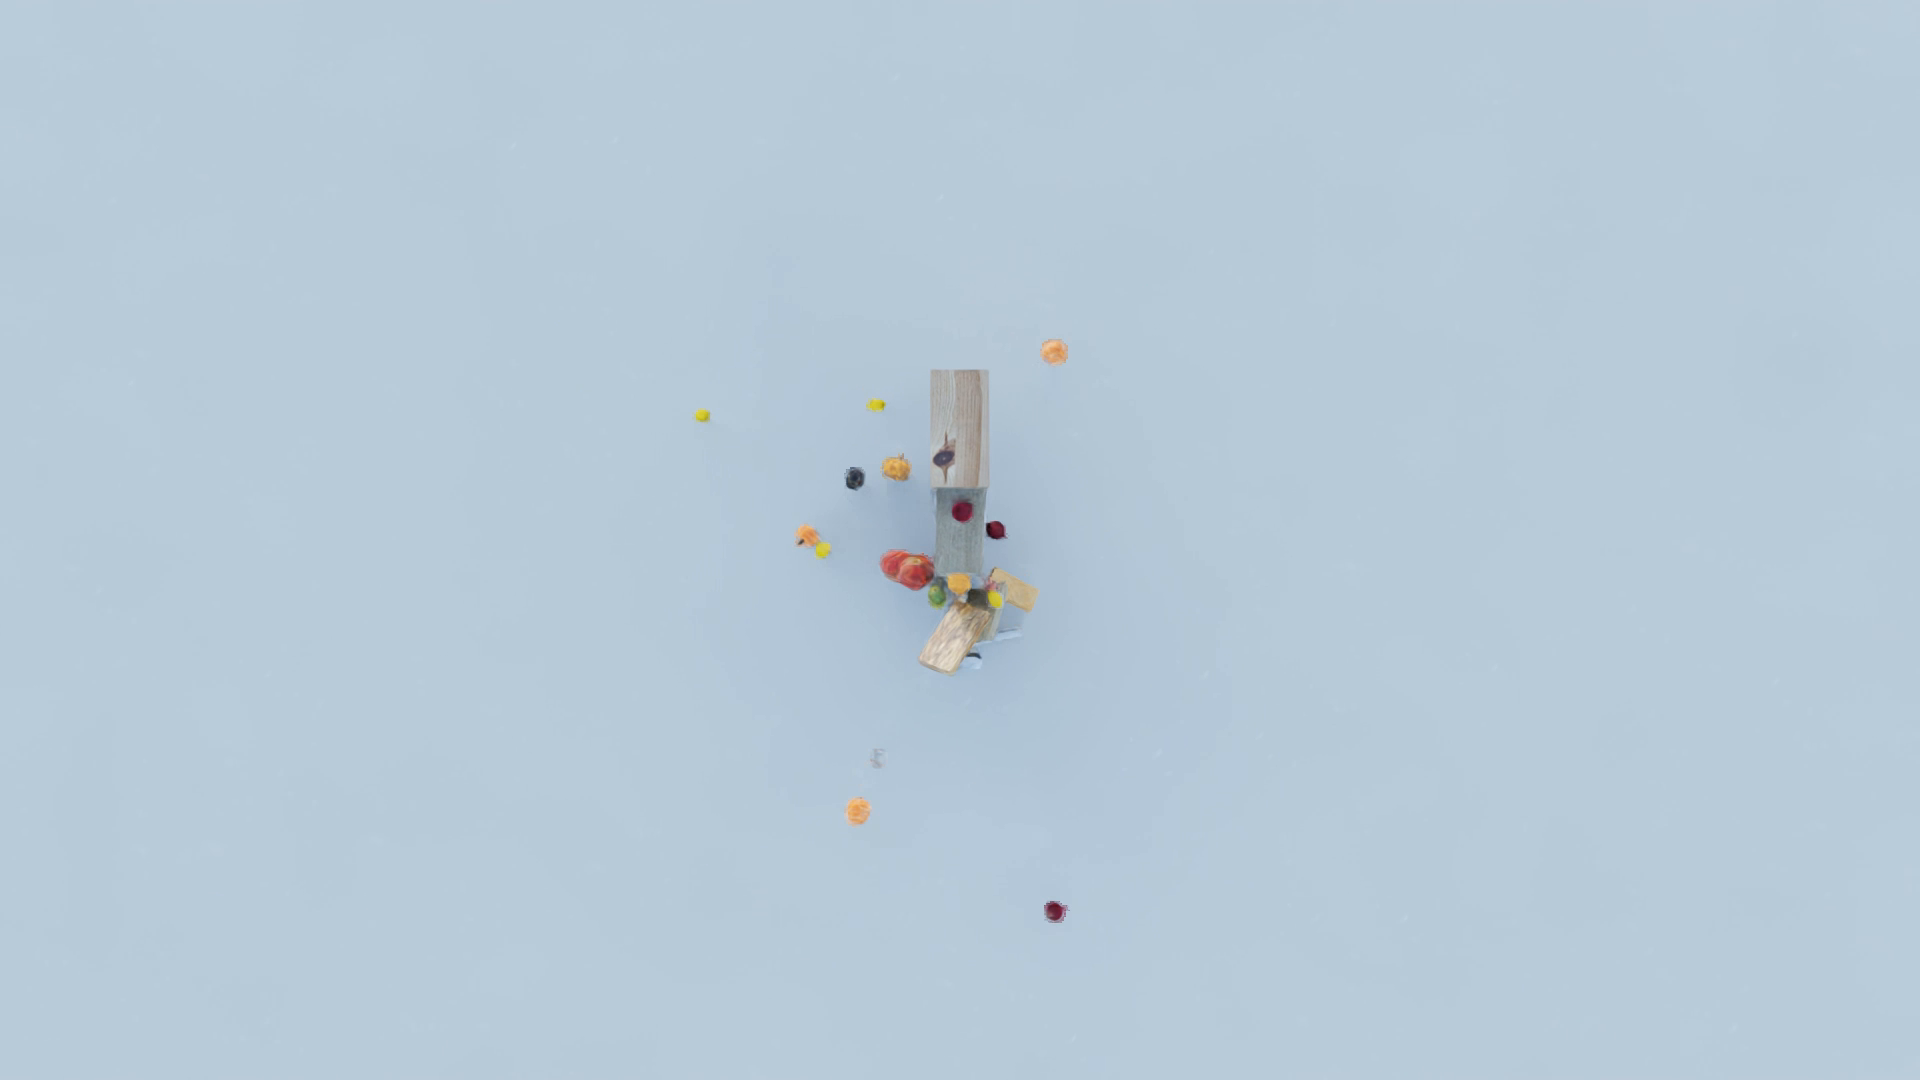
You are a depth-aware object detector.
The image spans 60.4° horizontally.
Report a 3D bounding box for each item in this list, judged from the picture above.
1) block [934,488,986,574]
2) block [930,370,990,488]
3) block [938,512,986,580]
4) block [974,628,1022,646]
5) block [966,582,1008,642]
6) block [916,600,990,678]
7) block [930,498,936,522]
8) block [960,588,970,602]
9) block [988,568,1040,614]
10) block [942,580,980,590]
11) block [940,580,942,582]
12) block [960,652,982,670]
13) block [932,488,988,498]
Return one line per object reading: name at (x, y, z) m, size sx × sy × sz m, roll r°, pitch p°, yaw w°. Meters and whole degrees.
block at (0.000, -0.046, 4.868) m, size 0.141 × 0.040 × 0.283 m, roll 2°, pitch 105°, yaw -3°
block at (0.000, -0.322, 4.792) m, size 0.171 × 0.048 × 0.342 m, roll 0°, pitch 87°, yaw 0°
block at (0.004, 0.023, 5.058) m, size 0.141 × 0.346 × 0.040 m, roll 0°, pitch 60°, yaw -2°
block at (0.123, 0.318, 5.458) m, size 0.166 × 0.083 × 0.023 m, roll -11°, pitch 91°, yaw 0°
block at (0.070, 0.229, 5.210) m, size 0.120 × 0.239 × 0.034 m, roll -8°, pitch 127°, yaw 23°
block at (-0.018, 0.302, 5.075) m, size 0.120 × 0.034 × 0.239 m, roll 19°, pitch 59°, yaw 27°
block at (-0.011, -0.088, 5.016) m, size 0.141 × 0.283 × 0.040 m, roll -10°, pitch 78°, yaw 0°
block at (0.055, 0.186, 5.411) m, size 0.083 × 0.166 × 0.023 m, roll 5°, pitch 67°, yaw -15°
block at (0.170, 0.163, 5.354) m, size 0.166 × 0.023 × 0.083 m, roll 28°, pitch 60°, yaw -8°
block at (0.000, 0.034, 5.237) m, size 0.121 × 0.034 × 0.243 m, roll -1°, pitch 90°, yaw 0°
block at (0.000, 0.127, 5.377) m, size 0.122 × 0.243 × 0.034 m, roll 4°, pitch 83°, yaw 0°
block at (0.005, 0.379, 5.285) m, size 0.120 × 0.428 × 0.034 m, roll 10°, pitch 88°, yaw 0°
block at (-0.001, -0.190, 4.987) m, size 0.171 × 0.342 × 0.048 m, roll 1°, pitch 77°, yaw 0°
